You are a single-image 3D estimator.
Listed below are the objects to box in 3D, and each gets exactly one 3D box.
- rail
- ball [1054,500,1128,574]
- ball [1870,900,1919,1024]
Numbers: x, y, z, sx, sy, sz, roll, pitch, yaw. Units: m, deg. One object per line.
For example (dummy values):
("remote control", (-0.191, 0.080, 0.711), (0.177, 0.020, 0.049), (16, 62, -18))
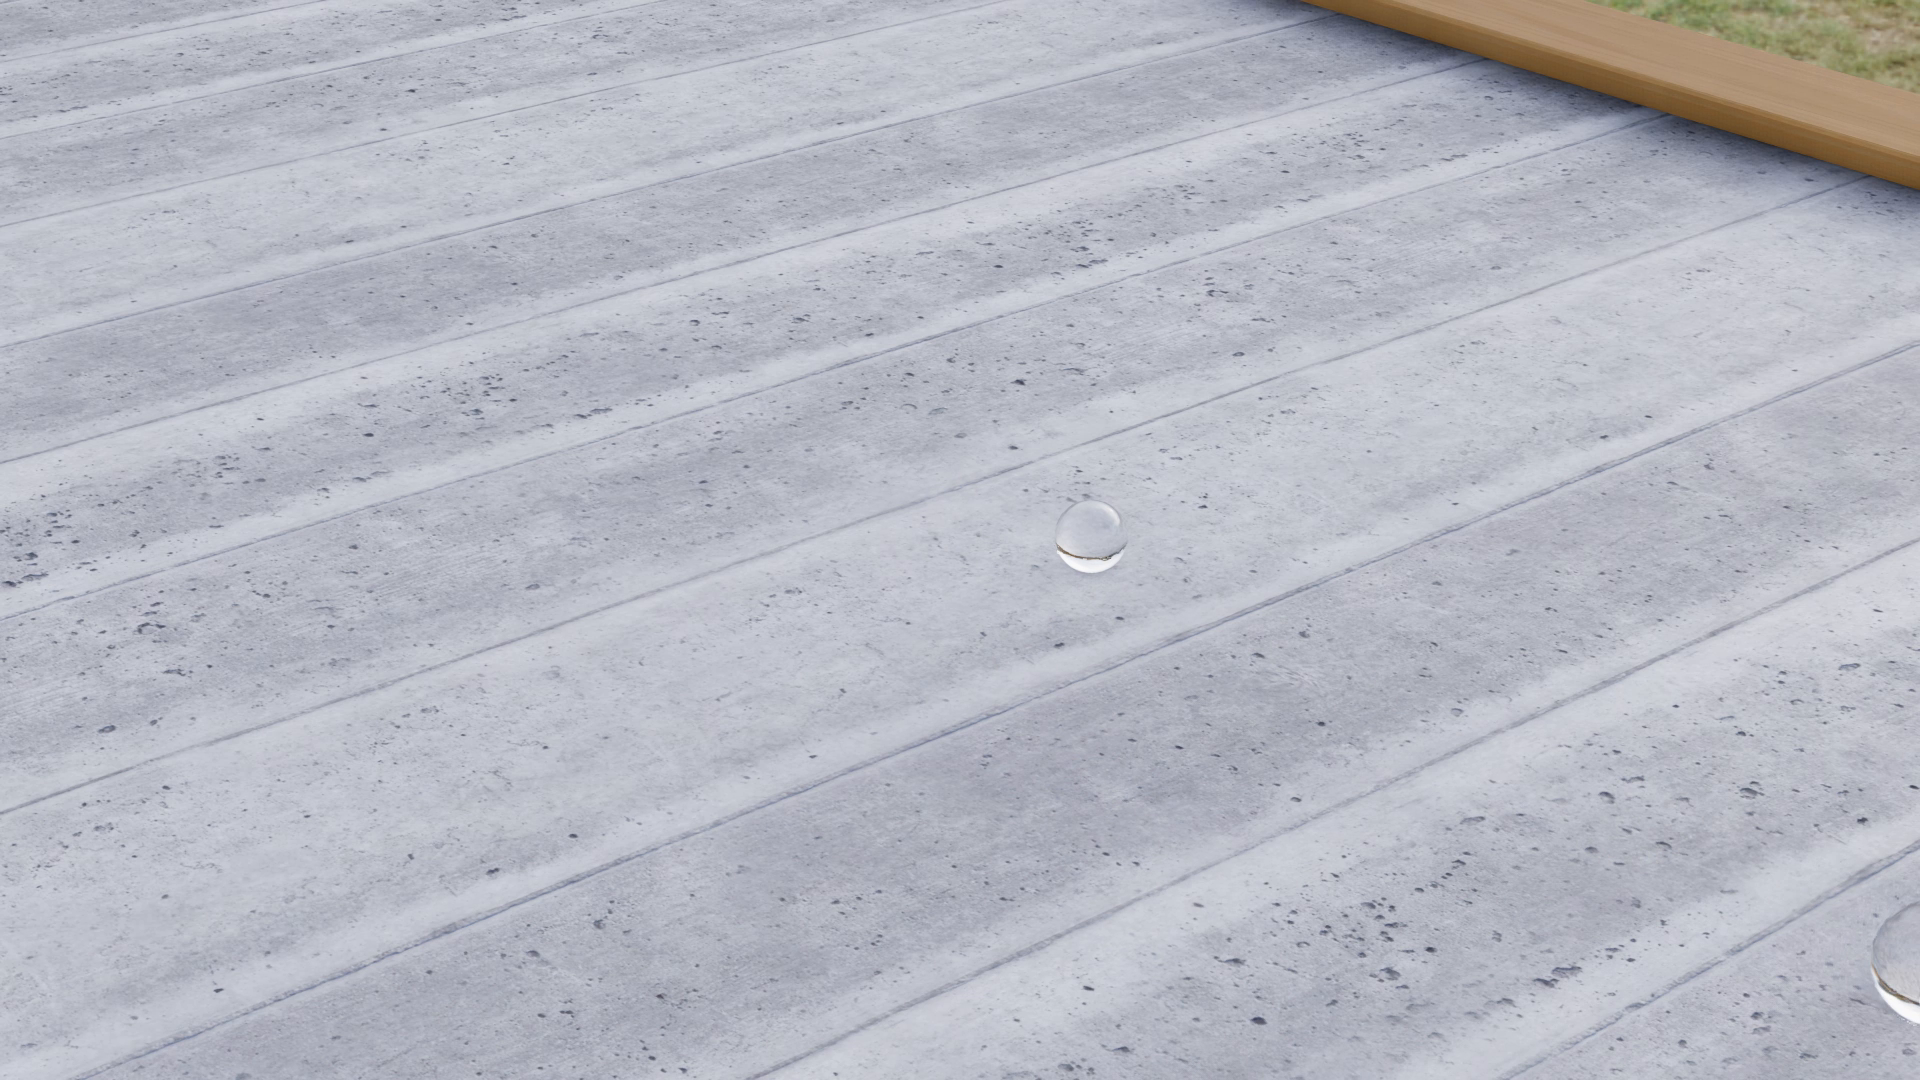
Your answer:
("rail", (0.259, -0.725, 3.506), (0.045, 0.090, 4.377), (-20, 32, -34))
("ball", (0.093, -0.003, 2.083), (0.052, 0.052, 0.052), (0, 26, 0))
("ball", (0.529, 0.229, 1.593), (0.069, 0.069, 0.069), (0, 26, 0))
